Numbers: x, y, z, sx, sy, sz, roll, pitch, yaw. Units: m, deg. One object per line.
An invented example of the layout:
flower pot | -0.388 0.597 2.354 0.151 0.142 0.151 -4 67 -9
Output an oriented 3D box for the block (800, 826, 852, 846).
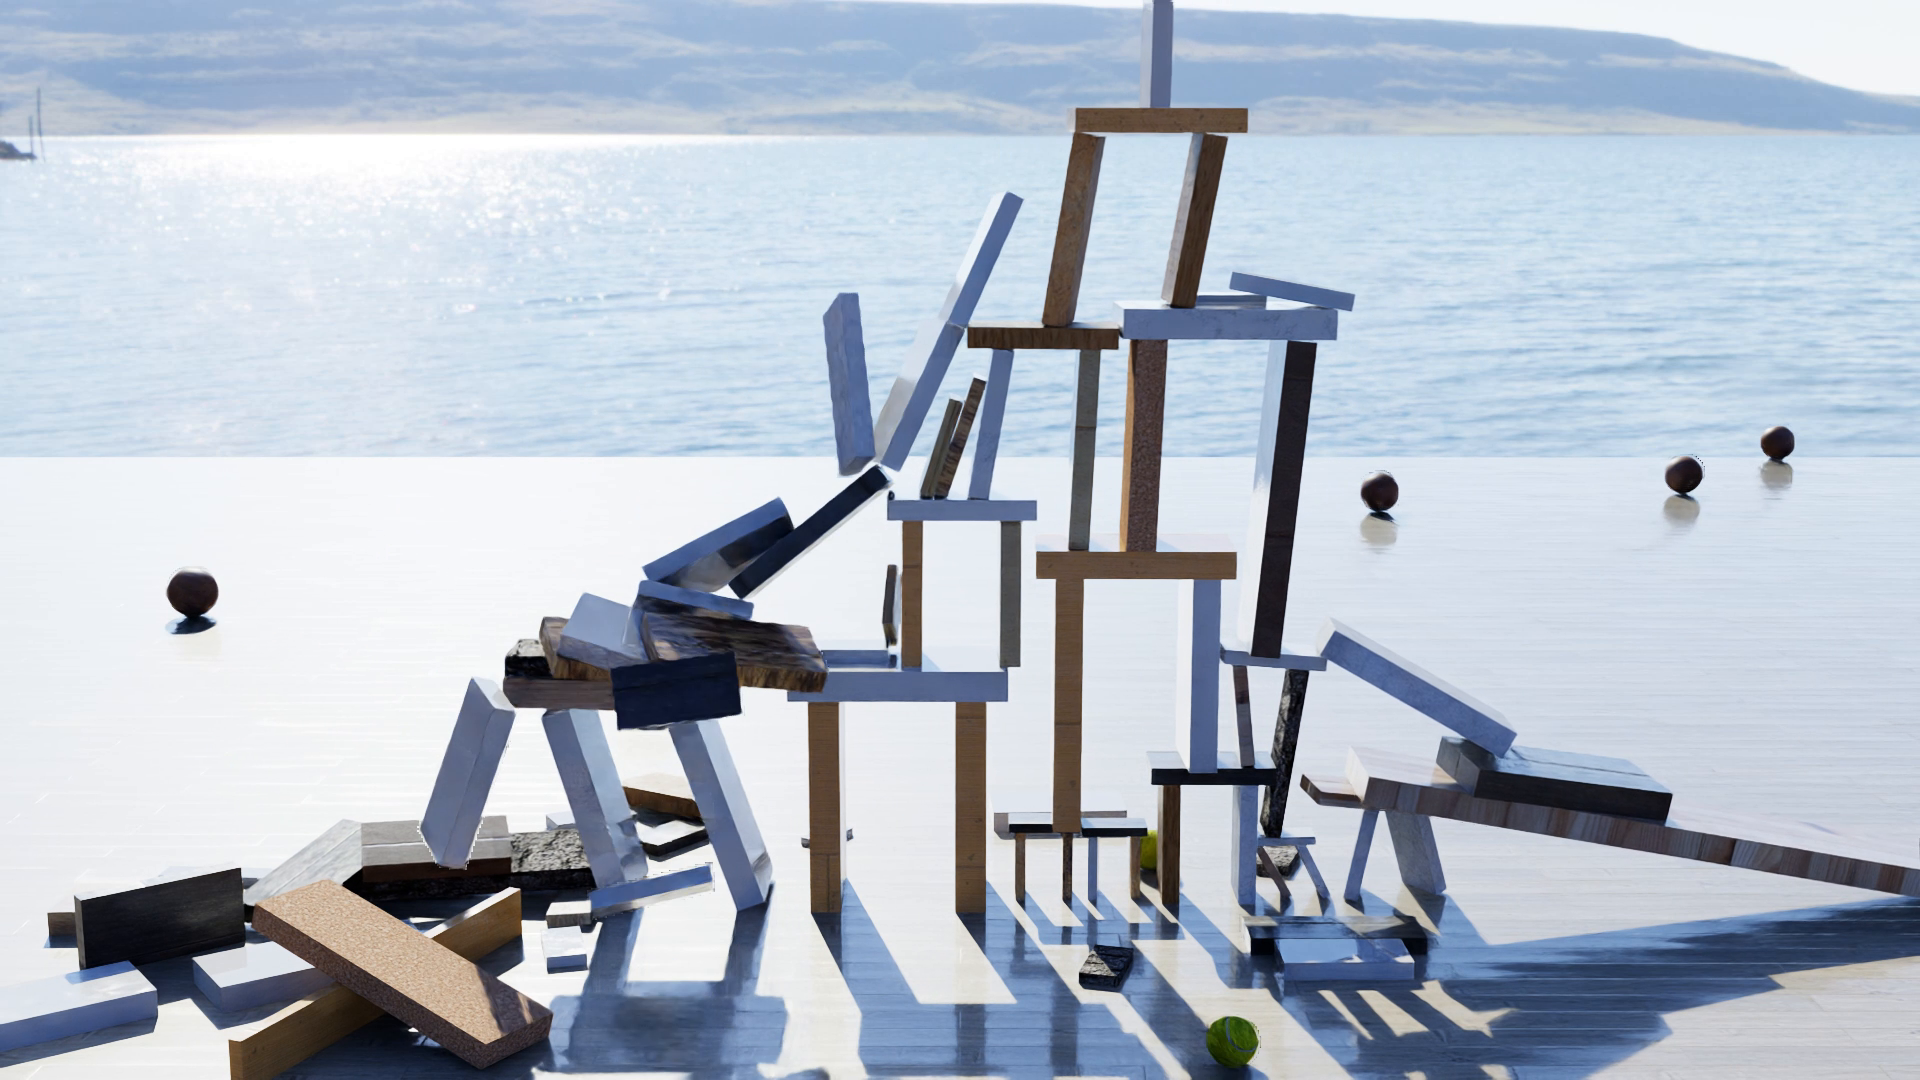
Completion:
block | -0.239 0.531 3.948 0.047 0.013 0.094 7 12 32

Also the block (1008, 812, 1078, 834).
block | 0.138 0.469 3.644 0.115 0.016 0.058 0 11 0

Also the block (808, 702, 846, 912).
block | -0.219 0.417 3.634 0.050 0.354 0.177 0 11 0

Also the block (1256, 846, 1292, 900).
block | 0.518 0.545 3.657 0.014 0.099 0.050 -31 9 5

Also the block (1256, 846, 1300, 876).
block | 0.551 0.554 3.818 0.059 0.017 0.119 4 11 19

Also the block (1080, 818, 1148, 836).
block | 0.255 0.477 3.650 0.107 0.015 0.054 0 11 -1

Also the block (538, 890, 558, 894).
block | -0.667 0.573 3.695 0.141 0.020 0.071 1 8 3

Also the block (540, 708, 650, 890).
block | -0.601 0.424 3.639 0.048 0.338 0.169 -16 10 4

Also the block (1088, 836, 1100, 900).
block | 0.222 0.538 3.656 0.015 0.107 0.054 1 11 7

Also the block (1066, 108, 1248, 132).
block | 0.306 -0.656 3.438 0.266 0.038 0.133 -1 11 -3

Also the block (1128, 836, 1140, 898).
block | 0.291 0.537 3.662 0.015 0.107 0.054 0 11 1

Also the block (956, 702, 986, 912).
block | 0.017 0.417 3.634 0.050 0.354 0.177 0 11 0

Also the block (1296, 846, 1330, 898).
block | 0.584 0.544 3.658 0.014 0.099 0.050 -27 12 1

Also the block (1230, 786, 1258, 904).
block | 0.472 0.490 3.650 0.029 0.203 0.102 0 11 0

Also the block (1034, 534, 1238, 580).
block | 0.281 0.026 3.566 0.319 0.045 0.159 0 11 1

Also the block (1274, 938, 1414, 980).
block | 0.582 0.637 3.341 0.195 0.028 0.098 0 11 -1

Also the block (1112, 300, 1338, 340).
block | 0.418 -0.350 3.501 0.335 0.047 0.167 0 11 -2

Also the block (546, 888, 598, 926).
block | -0.626 0.594 3.584 0.071 0.020 0.141 -3 11 0

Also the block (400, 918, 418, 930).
block | -0.879 0.622 3.461 0.049 0.014 0.097 -5 12 -26

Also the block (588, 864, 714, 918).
block | -0.471 0.537 3.357 0.185 0.026 0.093 -12 -15 -11

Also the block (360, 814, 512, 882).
block | -0.862 0.507 3.616 0.236 0.033 0.118 -1 29 -16

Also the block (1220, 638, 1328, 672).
block | 0.509 0.188 3.595 0.167 0.024 0.084 5 11 -4

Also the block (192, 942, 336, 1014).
block | -0.988 0.638 3.301 0.281 0.040 0.140 -7 13 -34

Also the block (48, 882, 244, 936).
block | -1.310 0.593 3.546 0.269 0.038 0.135 0 11 -2

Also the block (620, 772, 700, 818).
block | -0.533 0.477 4.121 0.244 0.035 0.122 4 8 41

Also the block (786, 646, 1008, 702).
block | -0.100 0.218 3.596 0.354 0.050 0.177 0 11 0

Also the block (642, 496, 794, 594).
block | -0.386 0.028 3.576 0.249 0.035 0.125 -28 -26 -8

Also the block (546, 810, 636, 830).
block | -0.677 0.512 4.032 0.148 0.021 0.074 -6 12 -27

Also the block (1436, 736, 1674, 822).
block | 0.968 0.389 3.592 0.335 0.047 0.167 8 12 -11

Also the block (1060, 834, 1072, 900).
block | 0.177 0.534 3.655 0.016 0.115 0.058 0 11 0

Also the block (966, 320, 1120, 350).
block | 0.130 -0.325 3.493 0.238 0.034 0.119 1 11 0

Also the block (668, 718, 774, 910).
block | -0.395 0.425 3.638 0.048 0.338 0.169 -19 10 4

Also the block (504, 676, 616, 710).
block | -0.561 0.234 3.608 0.338 0.048 0.169 1 11 2

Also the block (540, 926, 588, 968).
block | -0.614 0.630 3.406 0.061 0.017 0.122 -3 11 -15

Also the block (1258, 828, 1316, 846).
block | 0.536 0.492 3.646 0.099 0.014 0.050 -2 11 1

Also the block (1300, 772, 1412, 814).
block | 0.651 0.415 3.607 0.167 0.024 0.083 7 14 -16

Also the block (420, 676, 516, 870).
block | -0.779 0.366 3.477 0.038 0.271 0.135 15 11 -31

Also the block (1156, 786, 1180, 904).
block | 0.346 0.490 3.649 0.029 0.203 0.102 0 11 0

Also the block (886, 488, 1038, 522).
block | 0.003 -0.058 3.544 0.239 0.034 0.119 0 11 0

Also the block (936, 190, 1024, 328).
block | 0.031 -0.444 3.504 0.032 0.223 0.112 24 0 -11

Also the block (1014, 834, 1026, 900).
block | 0.100 0.534 3.656 0.016 0.115 0.058 0 11 0

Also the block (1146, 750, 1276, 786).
block | 0.413 0.376 3.628 0.203 0.029 0.102 0 11 0

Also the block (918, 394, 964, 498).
block | -0.031 -0.152 3.520 0.023 0.159 0.080 17 8 -5
